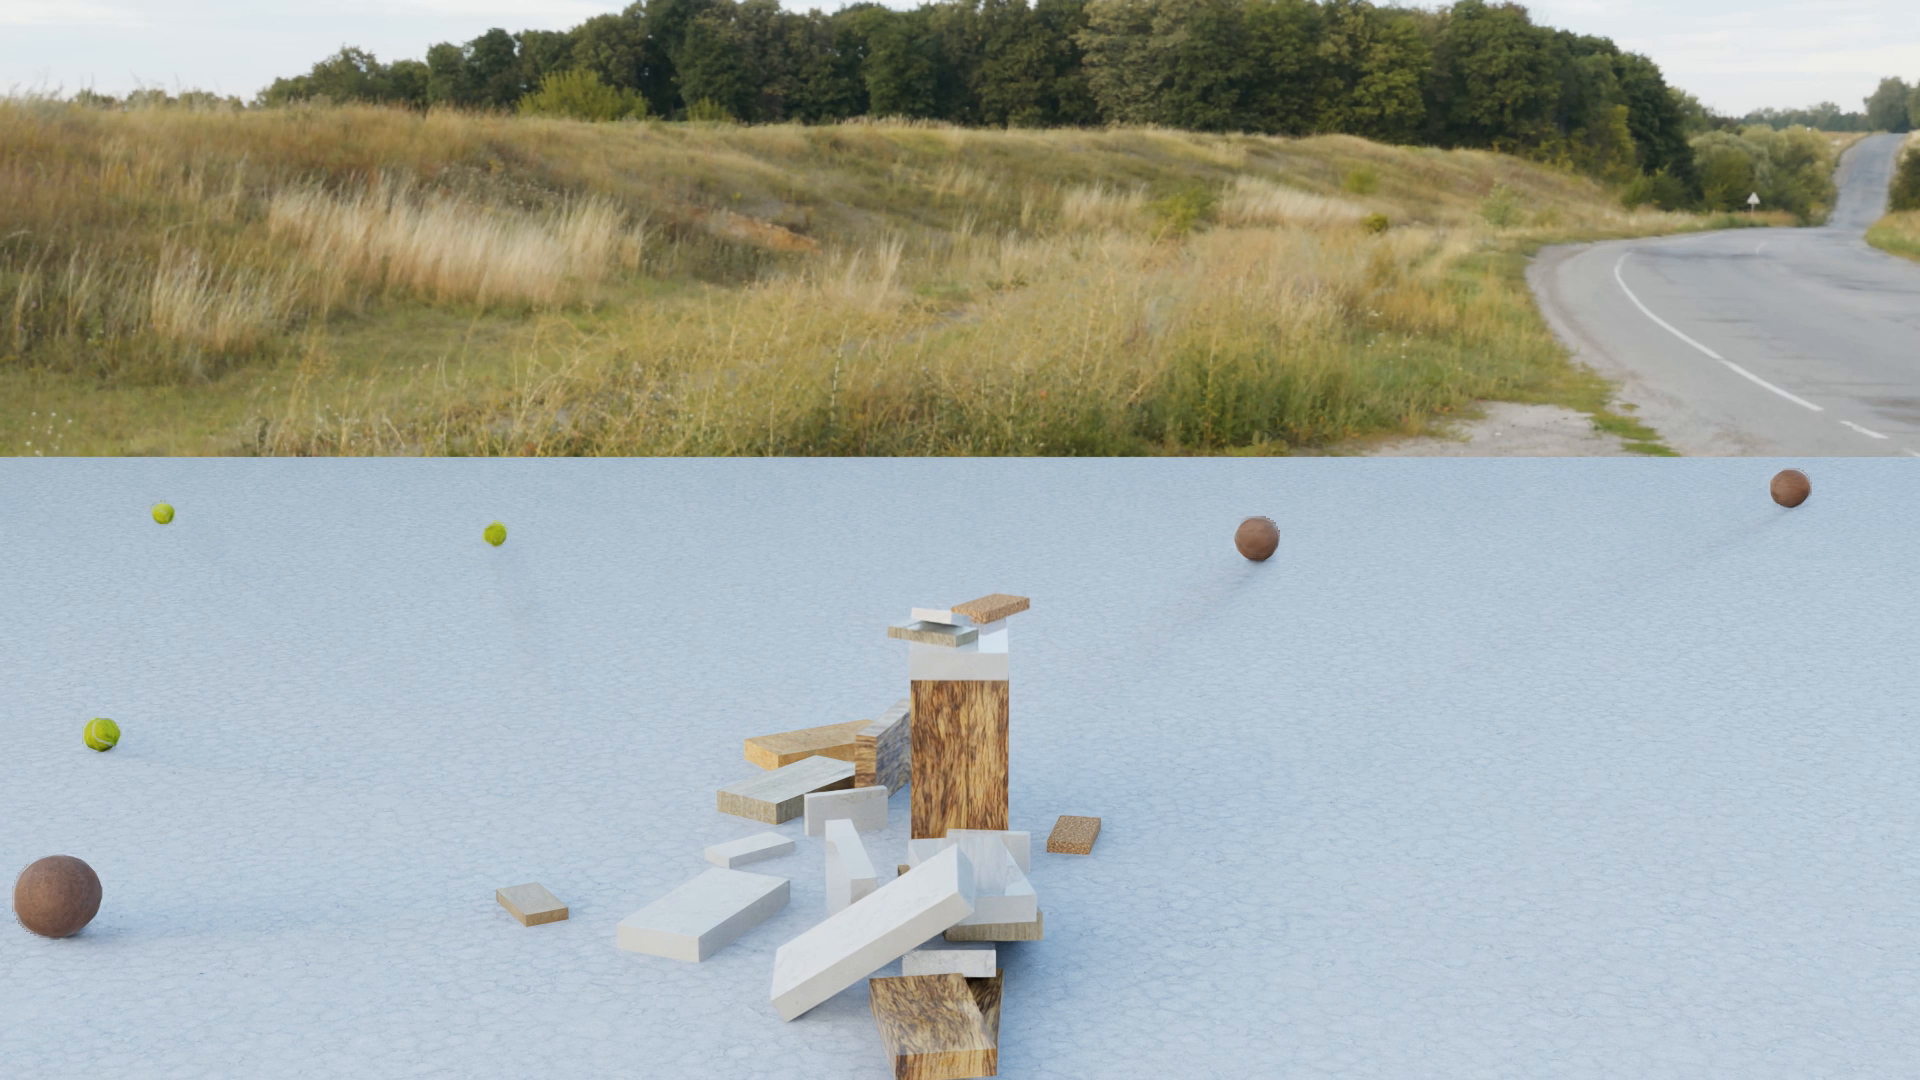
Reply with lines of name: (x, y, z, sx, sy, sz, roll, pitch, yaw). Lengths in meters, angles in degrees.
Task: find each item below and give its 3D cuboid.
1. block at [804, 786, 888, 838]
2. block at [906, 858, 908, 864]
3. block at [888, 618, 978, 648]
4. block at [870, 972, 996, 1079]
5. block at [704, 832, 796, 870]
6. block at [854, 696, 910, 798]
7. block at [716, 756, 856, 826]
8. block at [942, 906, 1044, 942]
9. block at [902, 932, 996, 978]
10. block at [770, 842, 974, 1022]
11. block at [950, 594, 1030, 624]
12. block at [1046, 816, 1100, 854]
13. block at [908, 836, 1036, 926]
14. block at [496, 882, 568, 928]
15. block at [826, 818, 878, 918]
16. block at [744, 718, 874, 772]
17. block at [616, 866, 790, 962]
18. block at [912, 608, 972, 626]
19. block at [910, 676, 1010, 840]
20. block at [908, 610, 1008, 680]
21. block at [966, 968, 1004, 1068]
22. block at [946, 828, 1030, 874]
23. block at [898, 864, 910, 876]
block: (-0.206, 0.492, 3.990, 0.151, 0.075, 0.021, -4, 11, -21)
block: (-0.007, 0.550, 3.575, 0.145, 0.041, 0.290, 0, -4, -5)
block: (-0.047, 0.161, 3.816, 0.143, 0.020, 0.072, 7, 13, 33)
block: (-0.040, 0.659, 2.987, 0.133, 0.038, 0.266, -2, 11, -10)
block: (-0.368, 0.544, 3.861, 0.143, 0.020, 0.072, -9, 14, -41)
block: (-0.135, 0.410, 4.239, 0.041, 0.145, 0.290, 5, 11, 16)
block: (-0.310, 0.473, 4.184, 0.145, 0.041, 0.290, 7, 13, 35)
block: (0.041, 0.580, 3.396, 0.145, 0.041, 0.290, 0, -3, -4)
block: (-0.016, 0.613, 3.272, 0.133, 0.038, 0.266, 0, -3, 0)
block: (-0.126, 0.565, 3.172, 0.319, 0.041, 0.146, -32, 17, 10)
block: (0.056, 0.124, 4.013, 0.075, 0.021, 0.150, 7, 12, 33)
block: (0.205, 0.528, 3.943, 0.075, 0.021, 0.150, 2, 11, 11)
block: (0.015, 0.515, 3.342, 0.145, 0.041, 0.290, -1, 10, -10)
block: (-0.699, 0.594, 3.590, 0.072, 0.020, 0.143, -6, 12, -30)
block: (-0.172, 0.554, 3.460, 0.041, 0.146, 0.292, -2, 11, -11)
block: (-0.276, 0.420, 4.473, 0.290, 0.041, 0.145, -7, 12, -32)
block: (-0.406, 0.597, 3.519, 0.146, 0.041, 0.292, 5, 12, 24)
block: (-0.032, 0.135, 3.848, 0.071, 0.020, 0.142, 8, -2, 15)
block: (0.000, 0.393, 3.805, 0.168, 0.337, 0.048, 0, 11, 0)
block: (-0.001, 0.183, 3.883, 0.168, 0.048, 0.337, 0, 10, 1)
block: (-0.009, 0.674, 3.115, 0.133, 0.038, 0.266, 1, 11, 3)
block: (0.049, 0.535, 3.772, 0.142, 0.071, 0.020, 1, 11, 6)
block: (-0.083, 0.567, 3.502, 0.020, 0.071, 0.196, -1, 0, -5)
